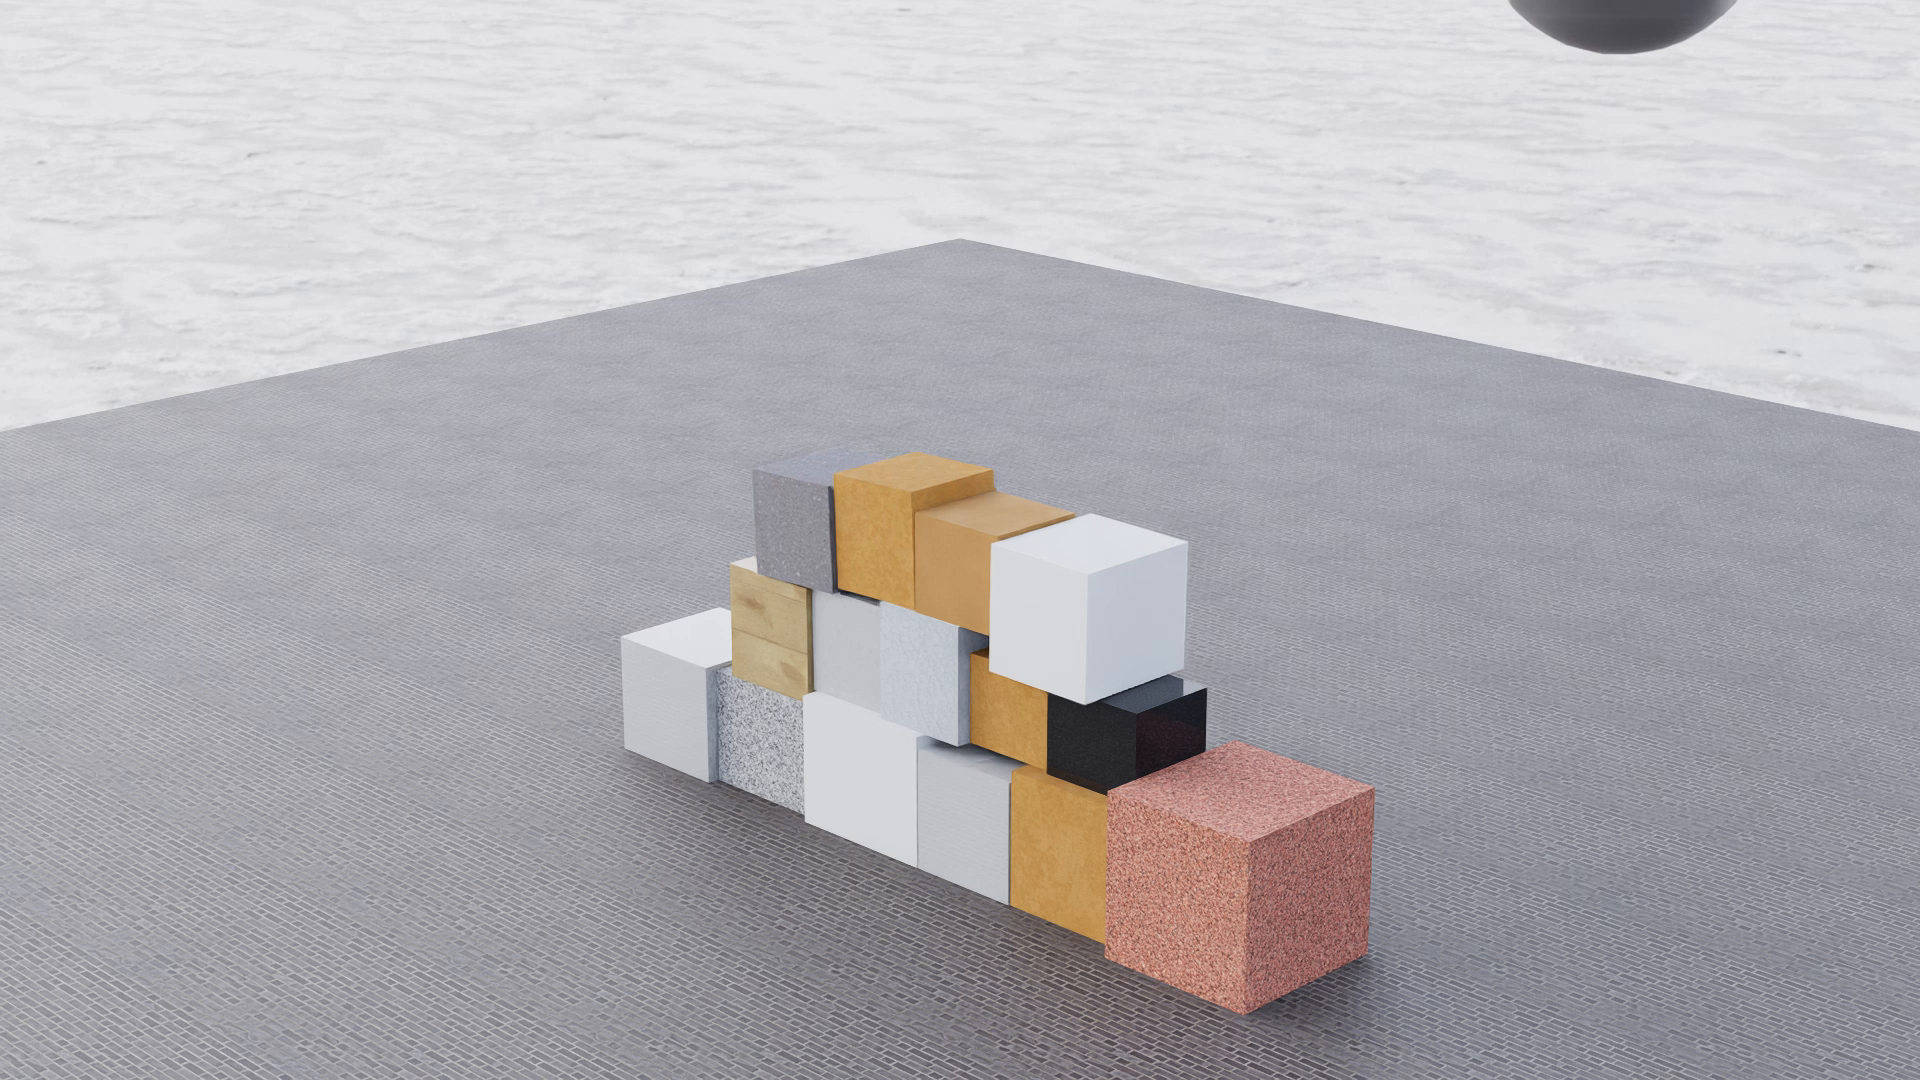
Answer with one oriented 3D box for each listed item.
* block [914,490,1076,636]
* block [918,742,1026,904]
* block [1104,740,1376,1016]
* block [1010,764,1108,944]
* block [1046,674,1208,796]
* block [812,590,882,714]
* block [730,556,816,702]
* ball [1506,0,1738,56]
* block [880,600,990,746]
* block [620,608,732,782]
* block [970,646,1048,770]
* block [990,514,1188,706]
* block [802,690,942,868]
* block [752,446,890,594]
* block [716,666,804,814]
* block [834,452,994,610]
[{"bbox_3d":[0.157,0.102,13.181,0.500,0.471,0.514,-17,24,-42],"label":"block"},{"bbox_3d":[0.241,1.226,13.462,0.649,0.588,0.575,-17,24,-42],"label":"block"},{"bbox_3d":[1.192,1.423,12.527,0.835,0.773,0.773,-17,24,-42],"label":"block"},{"bbox_3d":[0.691,1.327,13.042,0.661,0.648,0.651,-17,24,-42],"label":"block"},{"bbox_3d":[0.728,0.835,12.822,0.461,0.423,0.519,-17,24,-42],"label":"block"},{"bbox_3d":[-0.340,0.459,13.862,0.508,0.523,0.496,-17,24,-42],"label":"block"},{"bbox_3d":[-0.733,0.391,14.219,0.518,0.577,0.550,-17,24,-42],"label":"block"},{"bbox_3d":[3.645,-3.467,16.073,1.600,1.600,1.600,0,17,0],"label":"ball"},{"bbox_3d":[0.007,0.549,13.499,0.550,0.571,0.503,-17,24,-42],"label":"block"},{"bbox_3d":[-1.247,0.775,14.873,0.652,0.602,0.660,-17,24,-42],"label":"block"},{"bbox_3d":[0.370,0.720,13.178,0.419,0.429,0.496,-17,24,-42],"label":"block"},{"bbox_3d":[0.562,0.292,12.839,0.643,0.590,0.572,-17,25,-42],"label":"block"},{"bbox_3d":[-0.244,1.056,13.910,0.642,0.644,0.768,-17,24,-42],"label":"block"},{"bbox_3d":[-0.590,-0.101,13.917,0.556,0.518,0.531,-17,21,-42],"label":"block"},{"bbox_3d":[-0.742,0.926,14.438,0.594,0.576,0.685,-17,24,-42],"label":"block"},{"bbox_3d":[-0.207,-0.050,13.543,0.527,0.549,0.512,-17,22,-42],"label":"block"}]
